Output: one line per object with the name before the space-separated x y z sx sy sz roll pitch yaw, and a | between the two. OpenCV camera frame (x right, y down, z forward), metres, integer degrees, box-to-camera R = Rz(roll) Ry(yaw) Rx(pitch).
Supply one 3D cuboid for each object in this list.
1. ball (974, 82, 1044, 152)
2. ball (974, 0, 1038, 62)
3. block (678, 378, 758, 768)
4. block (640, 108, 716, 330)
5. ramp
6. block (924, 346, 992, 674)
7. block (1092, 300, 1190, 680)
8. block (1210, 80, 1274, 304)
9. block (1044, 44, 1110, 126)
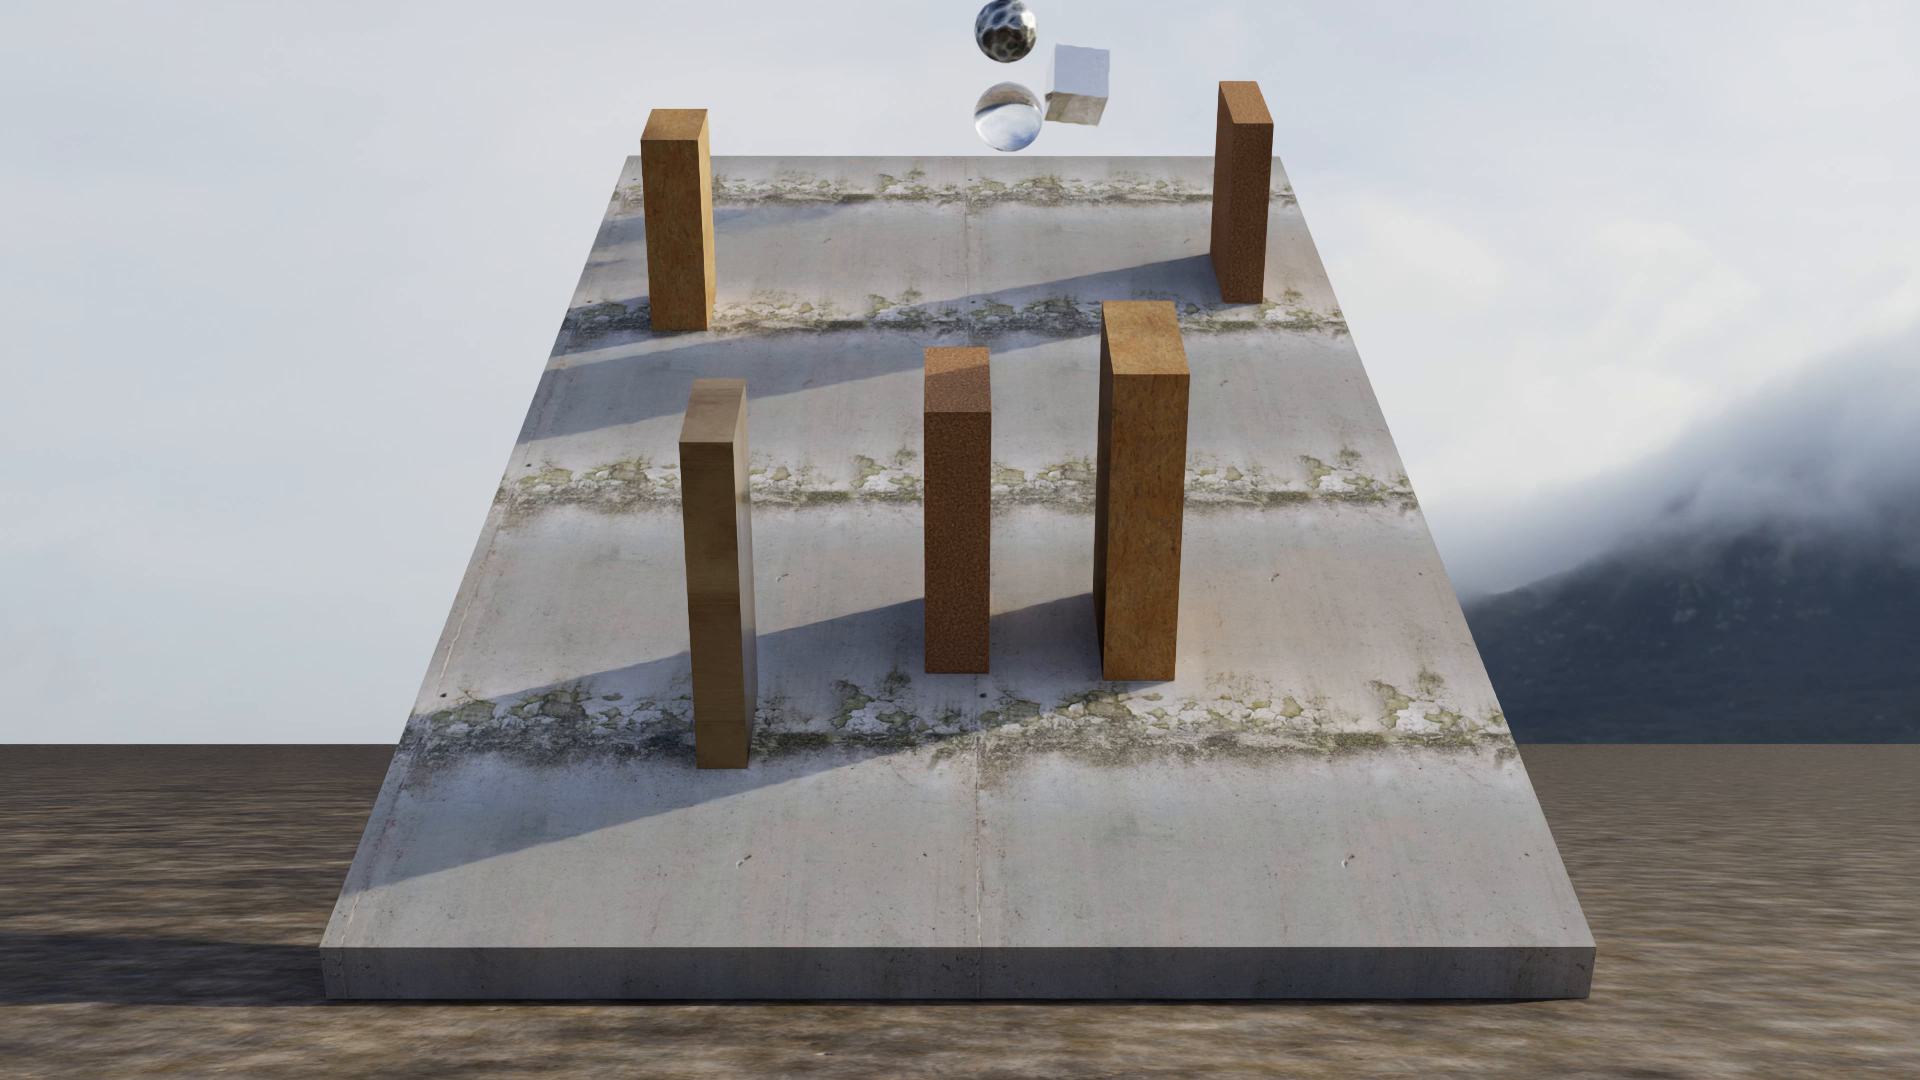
ball | 0.143 -1.247 6.993 0.205 0.205 0.205 0 -5 0
ball | 0.132 -1.464 6.810 0.183 0.183 0.183 0 -5 0
block | -0.418 0.061 4.145 0.089 0.631 0.266 0 27 0
block | -0.709 -0.811 6.001 0.141 0.498 0.261 0 27 0
ramp | -0.011 -0.226 5.516 2.000 0.100 4.000 0 27 0
block | -0.006 -0.057 4.481 0.121 0.538 0.304 0 27 0
block | 0.335 -0.094 4.462 0.134 0.623 0.353 0 27 0
block | 0.737 -0.917 6.233 0.100 0.483 0.377 0 27 0
block | 0.335 -1.304 6.804 0.158 0.158 0.158 5 -21 -7
